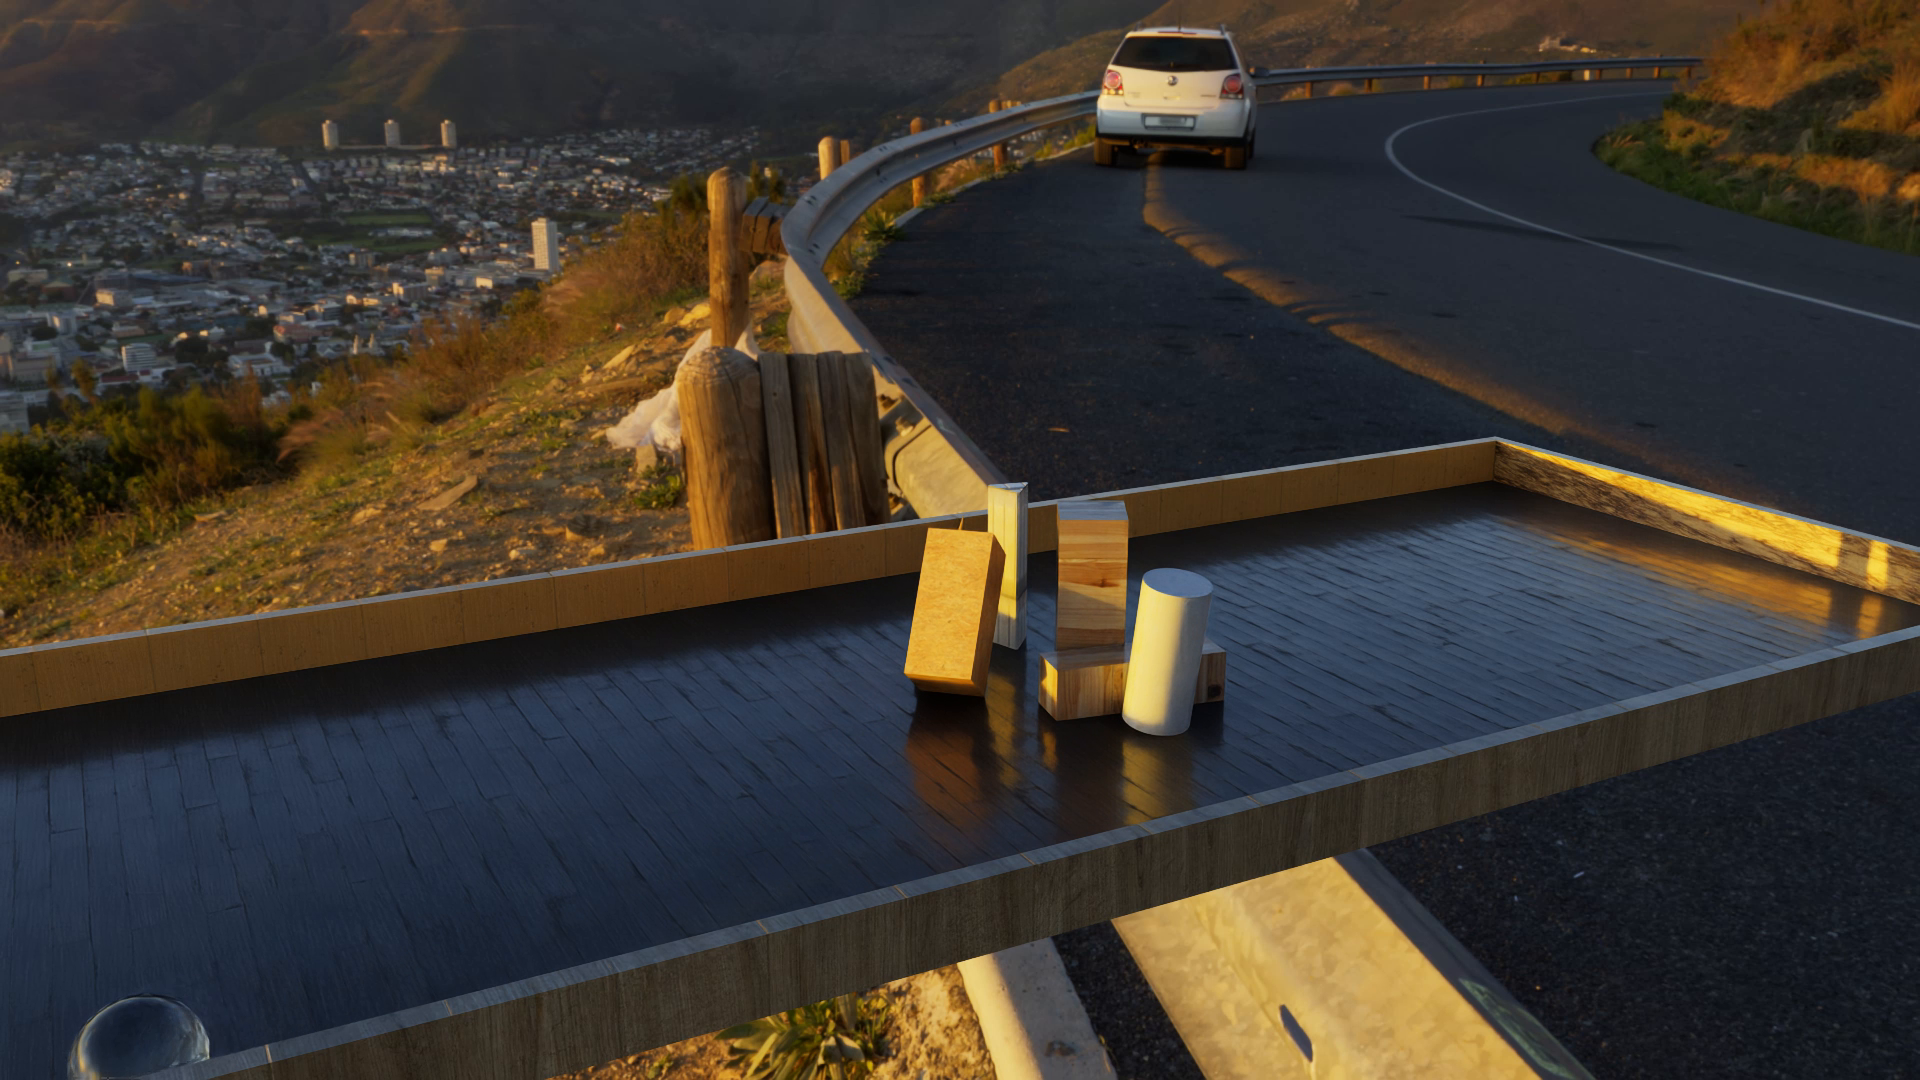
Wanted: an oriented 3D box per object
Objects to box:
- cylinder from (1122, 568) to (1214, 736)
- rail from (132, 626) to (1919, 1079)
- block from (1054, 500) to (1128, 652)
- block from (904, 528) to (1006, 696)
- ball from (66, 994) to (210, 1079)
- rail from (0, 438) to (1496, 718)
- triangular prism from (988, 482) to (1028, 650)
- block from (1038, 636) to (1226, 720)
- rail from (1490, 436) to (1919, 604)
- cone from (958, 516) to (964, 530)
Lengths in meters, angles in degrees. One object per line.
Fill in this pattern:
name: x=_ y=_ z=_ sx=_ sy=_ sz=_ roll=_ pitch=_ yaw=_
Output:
cylinder: x=0.478 y=0.259 z=3.814 sx=0.161 sy=0.353 sz=0.161 roll=5 pitch=23 yaw=-2
rail: x=-2.336 y=1.006 z=1.665 sx=12.000 sy=0.150 sz=0.050 roll=-9 pitch=18 yaw=-27
block: x=0.323 y=0.138 z=4.094 sx=0.165 sy=0.443 sz=0.165 roll=0 pitch=18 yaw=1
block: x=-0.009 y=0.178 z=4.047 sx=0.165 sy=0.370 sz=0.165 roll=4 pitch=-18 yaw=15
ball: x=-1.204 y=0.764 z=2.421 sx=0.189 sy=0.189 sz=0.189 roll=0 pitch=16 yaw=0
rail: x=-3.305 y=0.497 z=3.399 sx=12.000 sy=0.150 sz=0.050 roll=-9 pitch=18 yaw=-27
triangular prism: x=0.145 y=0.064 z=4.375 sx=0.108 sy=0.430 sz=0.093 roll=16 pitch=23 yaw=43
block: x=0.417 y=0.332 z=4.001 sx=0.436 sy=0.126 sz=0.126 roll=-5 pitch=17 yaw=-17
rail: x=2.466 y=-0.048 z=5.253 sx=0.050 sy=0.150 sz=2.100 roll=-9 pitch=18 yaw=-27
cone: x=-0.014 y=0.123 z=4.202 sx=0.160 sy=0.382 sz=0.160 roll=7 pitch=-5 yaw=1
